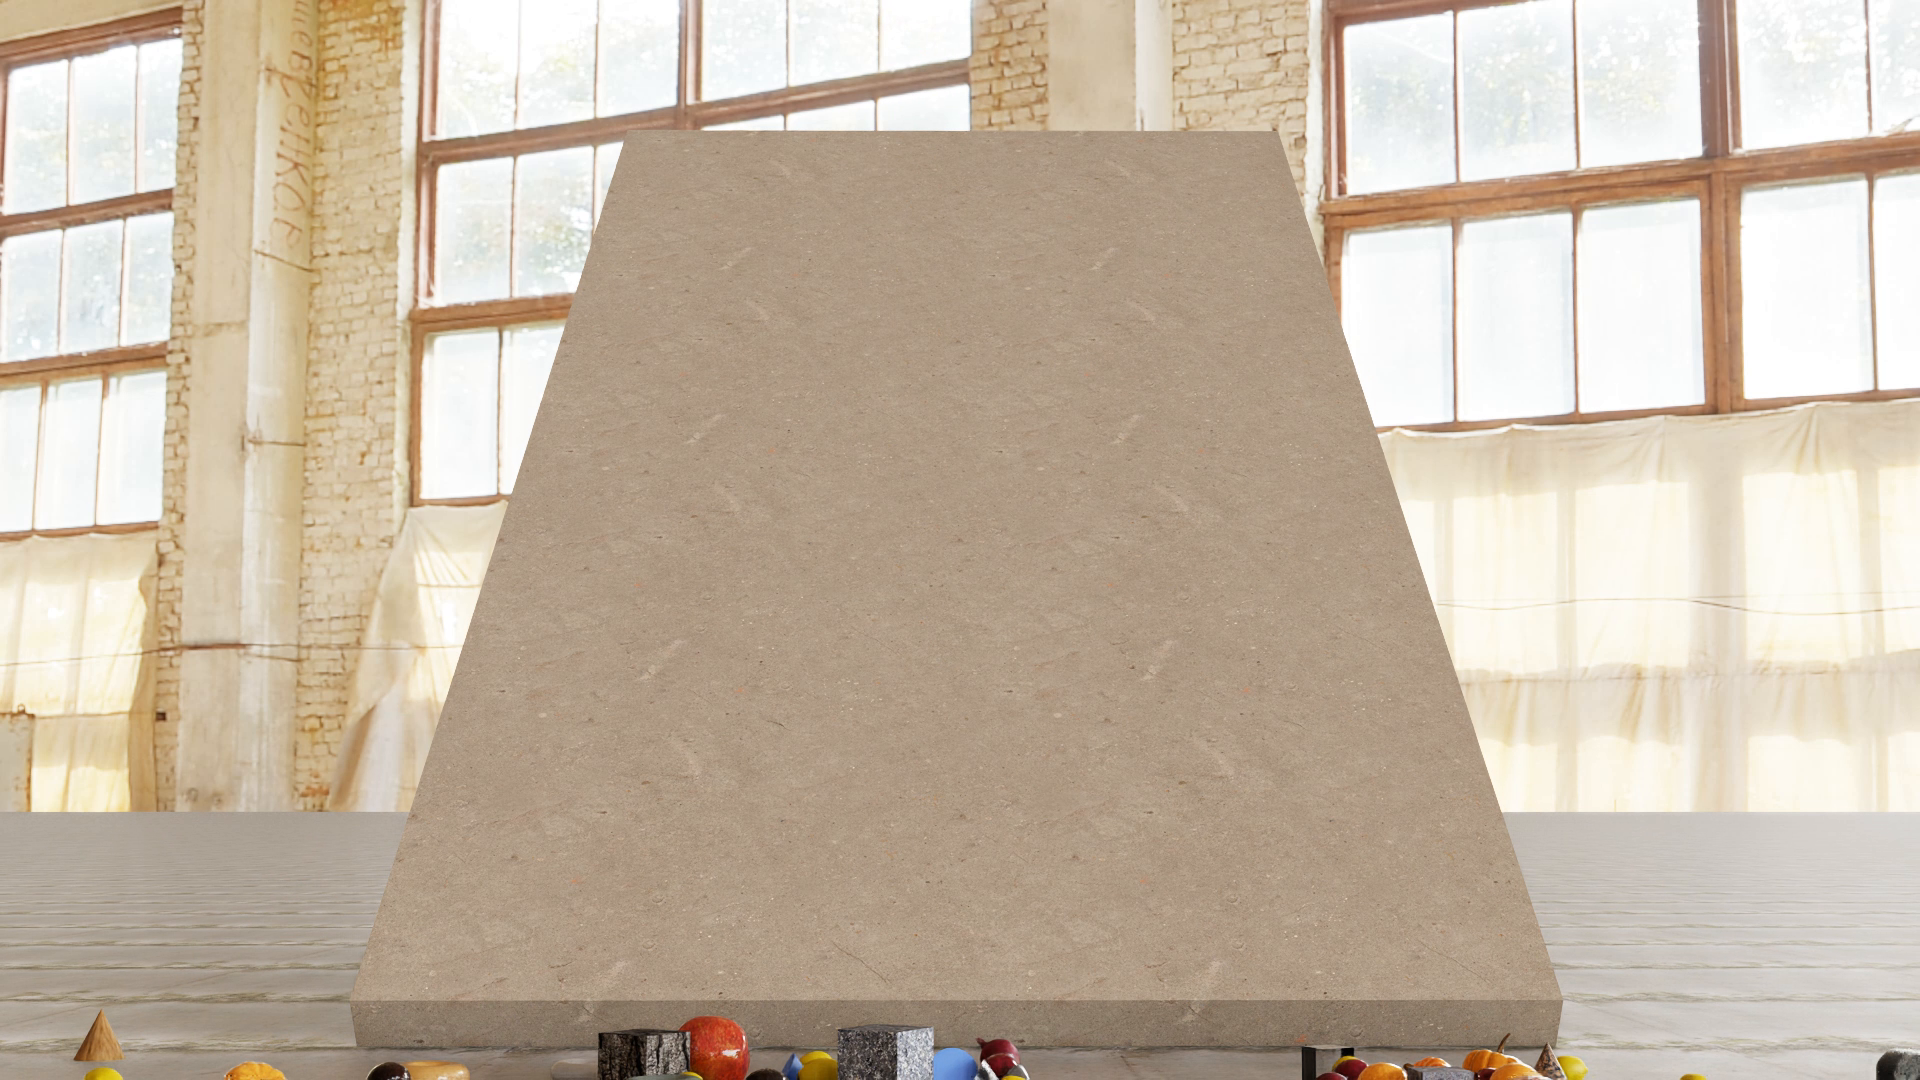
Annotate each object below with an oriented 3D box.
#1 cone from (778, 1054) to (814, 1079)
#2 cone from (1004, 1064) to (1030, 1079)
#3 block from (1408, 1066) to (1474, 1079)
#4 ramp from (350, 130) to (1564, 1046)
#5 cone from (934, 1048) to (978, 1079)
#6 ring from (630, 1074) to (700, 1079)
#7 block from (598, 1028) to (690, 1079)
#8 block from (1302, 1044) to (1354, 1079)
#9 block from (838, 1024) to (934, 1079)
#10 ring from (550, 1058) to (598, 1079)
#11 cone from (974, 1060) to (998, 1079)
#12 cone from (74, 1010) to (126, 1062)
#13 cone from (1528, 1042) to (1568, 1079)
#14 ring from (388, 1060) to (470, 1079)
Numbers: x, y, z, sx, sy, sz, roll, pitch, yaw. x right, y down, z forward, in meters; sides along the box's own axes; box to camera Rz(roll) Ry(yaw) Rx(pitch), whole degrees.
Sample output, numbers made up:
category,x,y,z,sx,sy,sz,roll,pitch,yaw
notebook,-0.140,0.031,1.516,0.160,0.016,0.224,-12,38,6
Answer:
category,x,y,z,sx,sy,sz,roll,pitch,yaw
cone,-0.222,0.764,3.420,0.057,0.057,0.057,28,-11,-7
cone,0.091,0.752,3.306,0.054,0.054,0.054,28,10,32
block,0.610,0.706,3.072,0.066,0.066,0.066,1,-6,-6
ramp,-0.013,-0.207,5.739,2.000,0.100,4.000,0,30,0
cone,-0.017,0.757,3.382,0.071,0.071,0.071,2,-33,-16
ring,-0.396,0.734,3.211,0.122,0.041,0.122,-1,-7,0
block,-0.434,0.722,3.328,0.089,0.089,0.089,-4,-8,34
block,0.531,0.758,3.489,0.053,0.053,0.053,3,-7,-28
block,-0.102,0.718,3.317,0.096,0.096,0.096,-4,-7,29
ring,-0.543,0.770,3.500,0.097,0.032,0.097,1,-5,0
cone,0.050,0.720,3.078,0.087,0.087,0.087,26,-4,6
cone,-1.365,0.784,3.843,0.079,0.079,0.079,0,-6,0
cone,0.775,0.706,3.190,0.091,0.091,0.091,0,-6,0
ring,-0.750,0.758,3.416,0.114,0.038,0.114,1,-7,0
